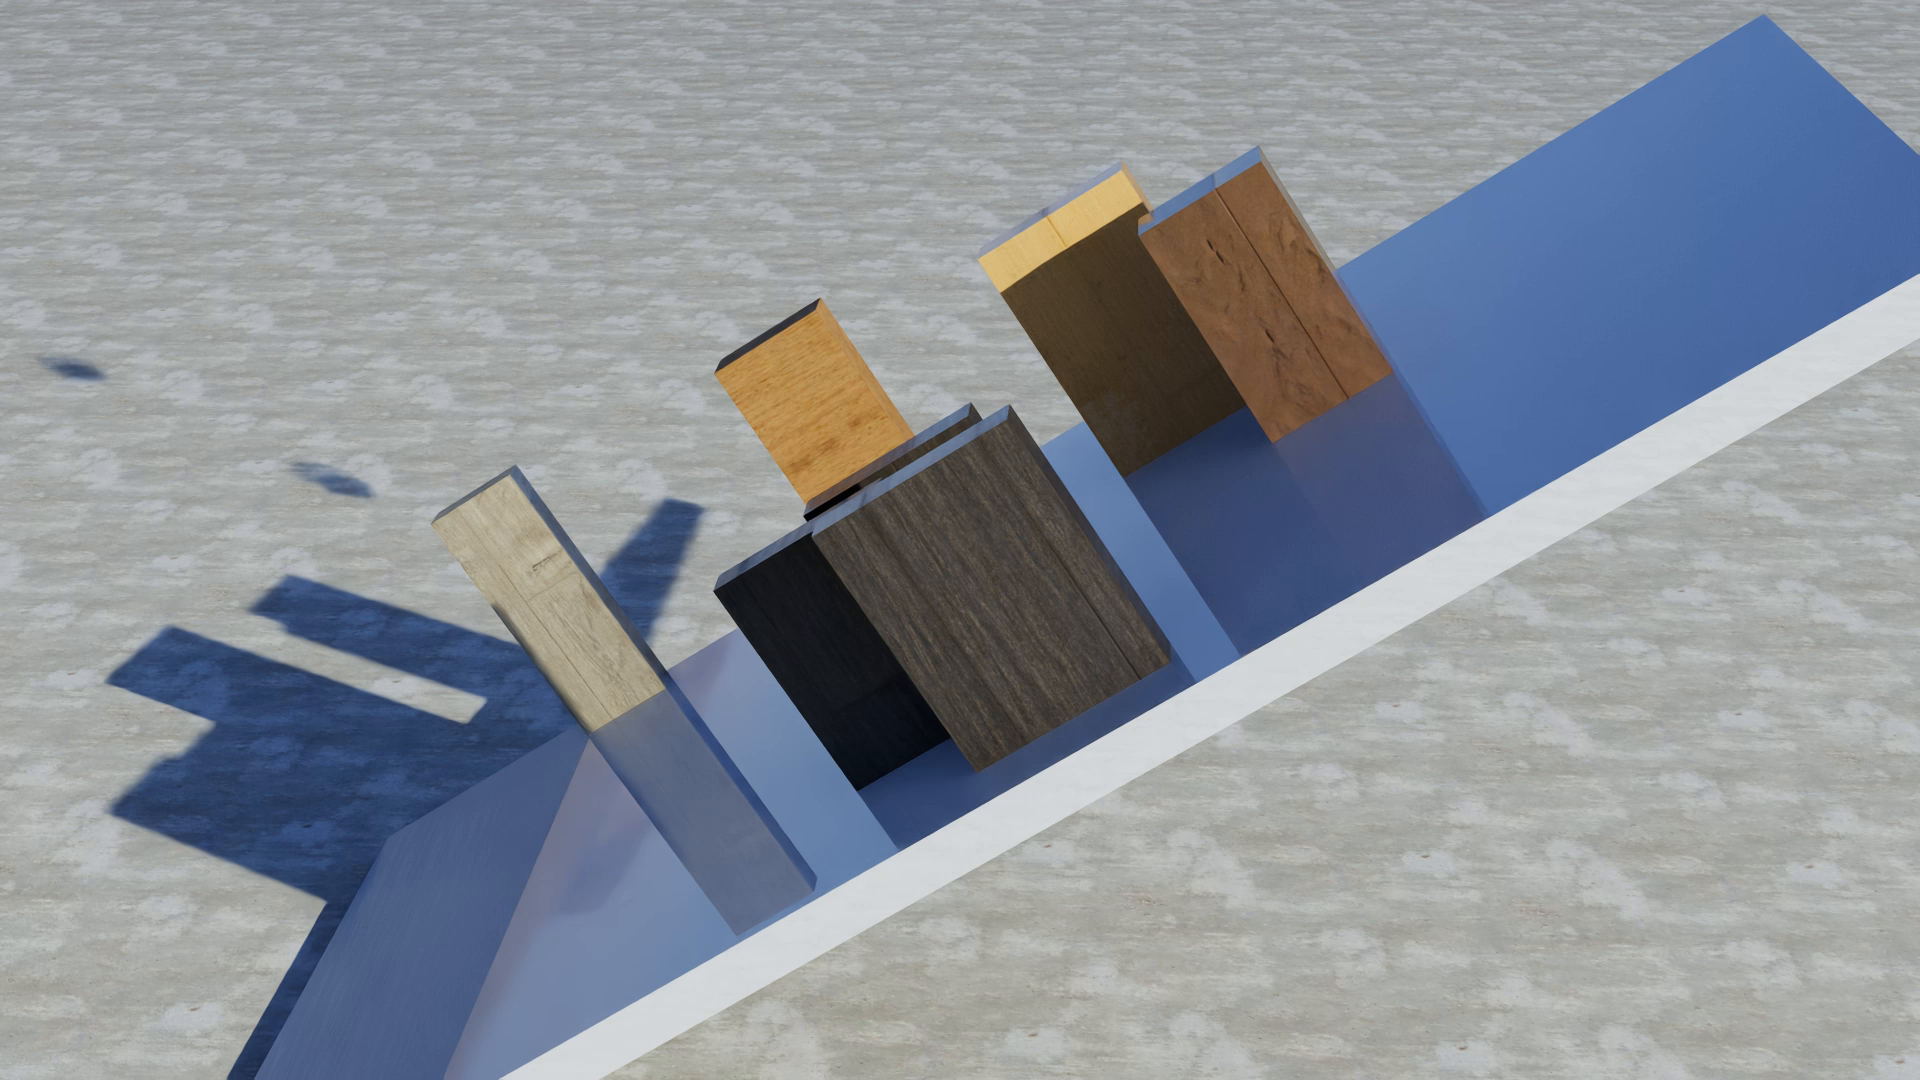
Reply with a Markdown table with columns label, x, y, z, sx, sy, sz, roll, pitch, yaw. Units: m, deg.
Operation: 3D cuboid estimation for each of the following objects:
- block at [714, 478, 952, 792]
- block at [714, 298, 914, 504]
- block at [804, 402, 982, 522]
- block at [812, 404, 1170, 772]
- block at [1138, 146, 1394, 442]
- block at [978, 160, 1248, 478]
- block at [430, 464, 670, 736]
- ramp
| label | x | y | z | sx | sy | sz | roll | pitch | yaw |
| --- | --- | --- | --- | --- | --- | --- | --- | --- | --- |
| block | -0.178 | 0.188 | 5.750 | 0.384 | 0.501 | 0.087 | -31 | 15 | 14 |
| block | -0.230 | -0.169 | 6.561 | 0.271 | 0.707 | 0.106 | -31 | 15 | 14 |
| block | -0.007 | 0.040 | 5.847 | 0.389 | 0.500 | 0.089 | -31 | 15 | 14 |
| block | 0.061 | 0.094 | 5.430 | 0.427 | 0.554 | 0.092 | -31 | 15 | 14 |
| block | 0.636 | -0.510 | 6.129 | 0.293 | 0.528 | 0.145 | -31 | 15 | 14 |
| block | 0.359 | -0.484 | 6.502 | 0.371 | 0.596 | 0.098 | -31 | 15 | 14 |
| block | -1.016 | 0.152 | 7.320 | 0.242 | 0.664 | 0.084 | -31 | 15 | 14 |
| ramp | 0.139 | 0.171 | 6.295 | 4.000 | 0.100 | 2.000 | -31 | 15 | 14 |
